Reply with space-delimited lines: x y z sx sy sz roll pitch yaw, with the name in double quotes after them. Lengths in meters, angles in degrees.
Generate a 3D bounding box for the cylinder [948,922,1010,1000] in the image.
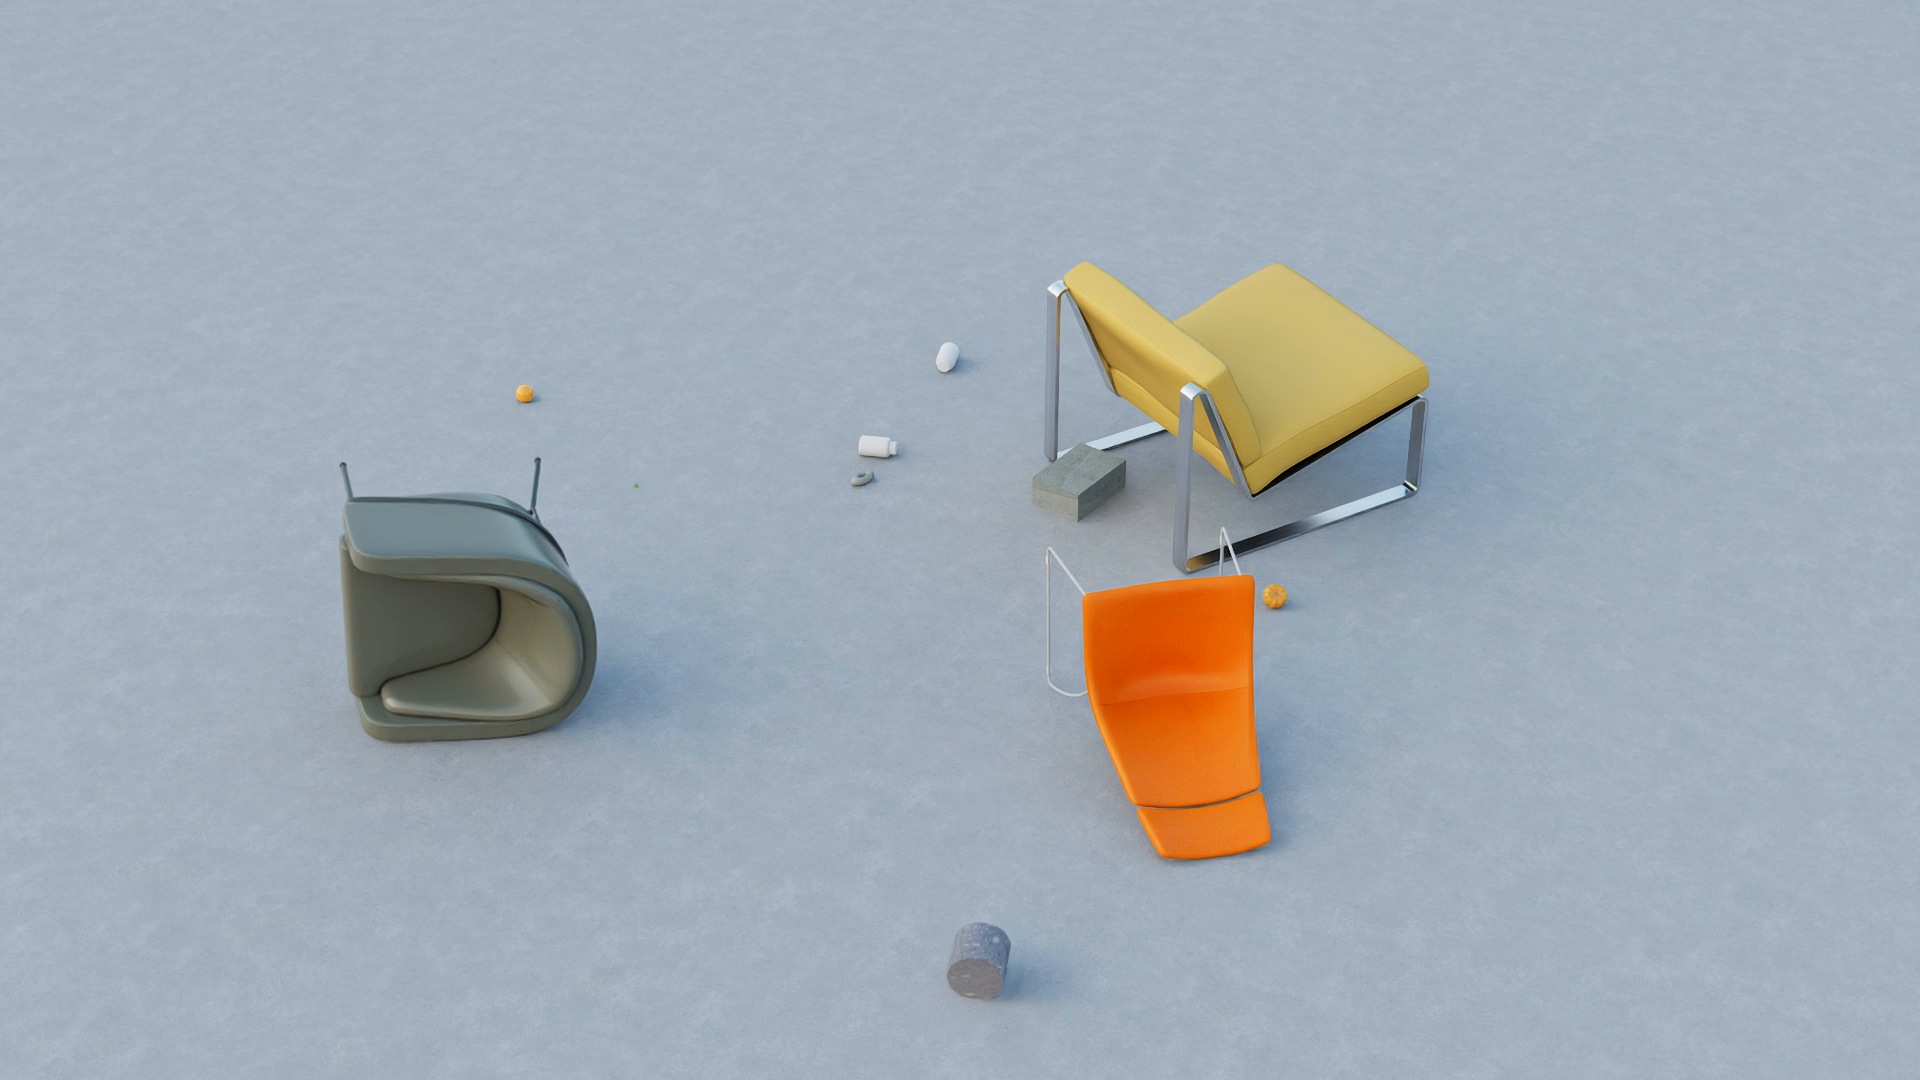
0.058 1.272 8.866 0.171 0.162 0.164 -8 31 15 "cylinder"

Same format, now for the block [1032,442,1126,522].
0.454 -0.221 11.170 0.212 0.121 0.315 23 40 30 "block"

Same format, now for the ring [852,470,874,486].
-0.374 -0.239 11.277 0.057 0.034 0.107 27 41 37 "ring"
